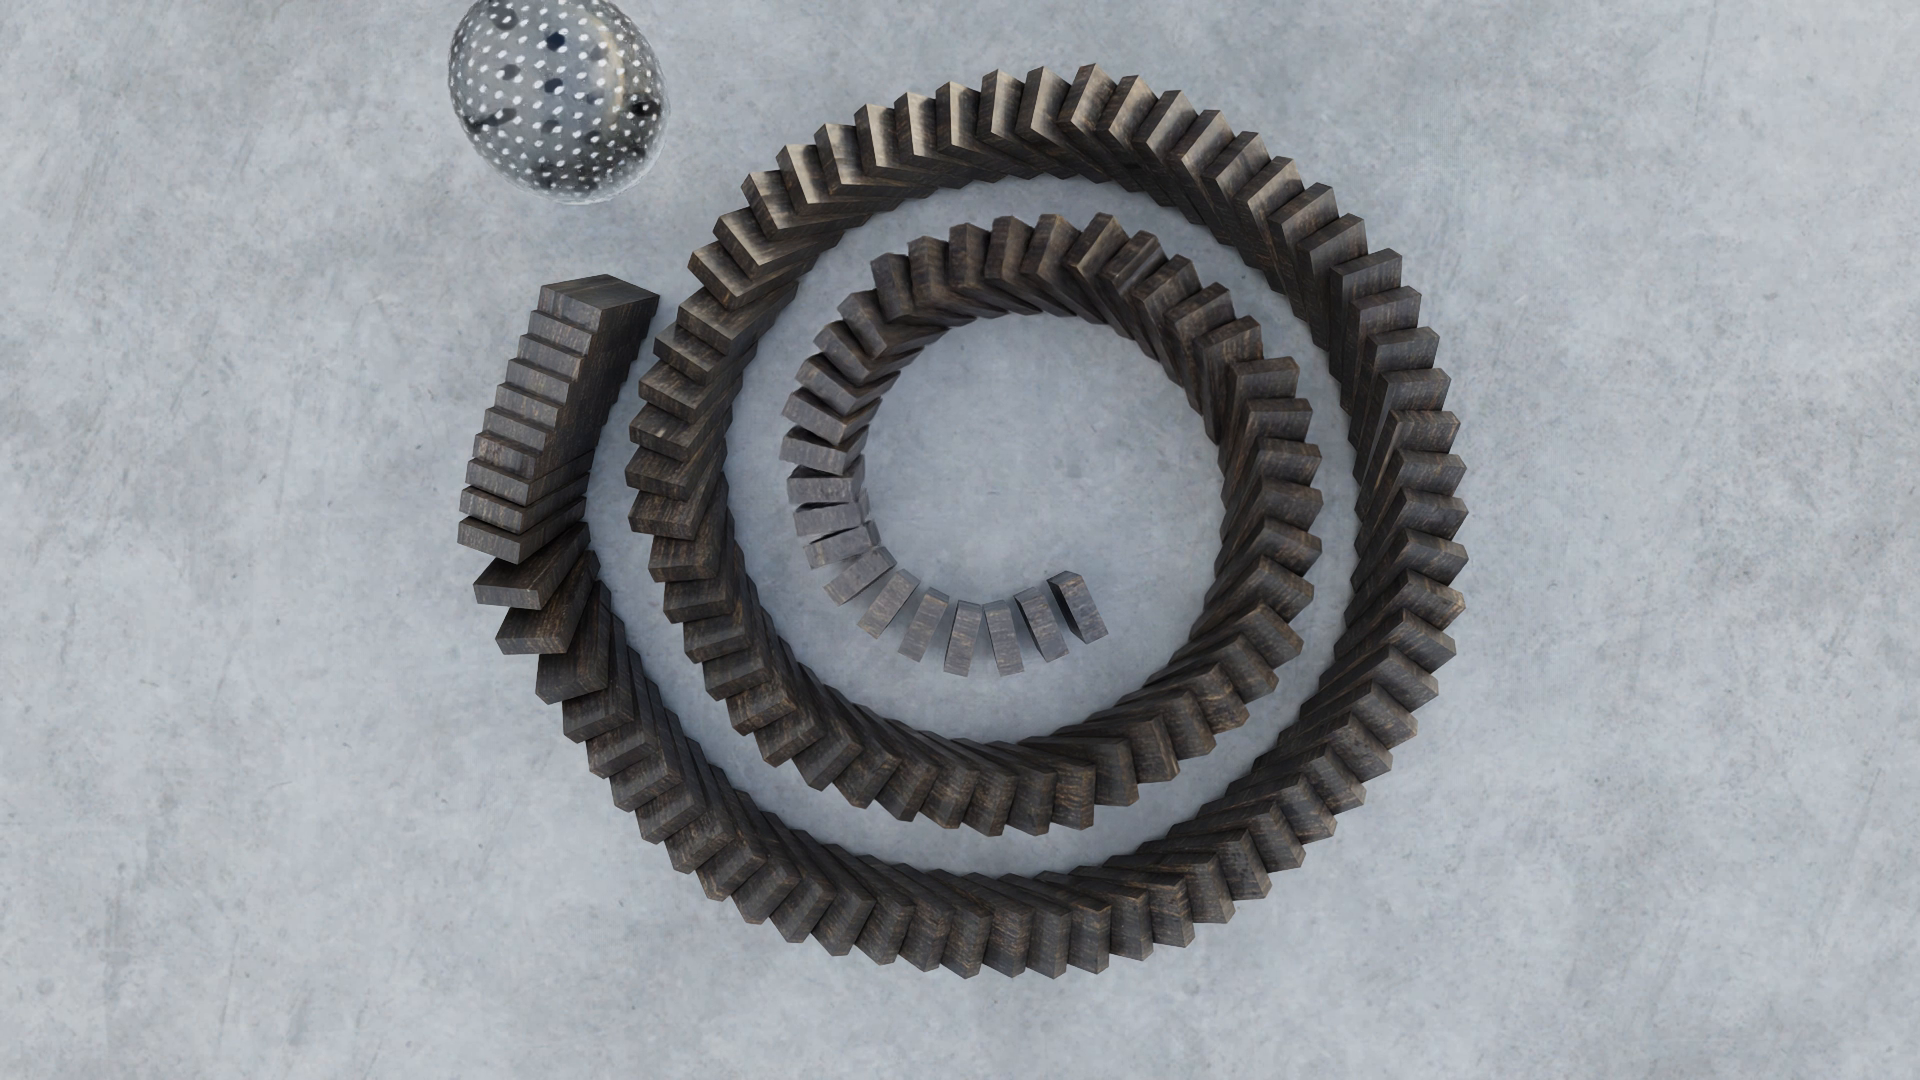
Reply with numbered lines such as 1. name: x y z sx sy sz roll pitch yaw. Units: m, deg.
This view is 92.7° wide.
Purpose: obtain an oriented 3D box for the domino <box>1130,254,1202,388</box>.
1. domino: 0.091 -0.090 0.380 0.025 0.009 0.050 -40 132 0

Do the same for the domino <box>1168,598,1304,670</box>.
1. domino: 0.114 0.047 0.380 0.025 0.010 0.050 46 130 0

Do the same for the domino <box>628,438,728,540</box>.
1. domino: -0.116 -0.024 0.380 0.025 0.010 0.050 8 50 0

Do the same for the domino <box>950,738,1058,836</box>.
1. domino: 0.016 0.102 0.380 0.050 0.010 0.025 10 91 40

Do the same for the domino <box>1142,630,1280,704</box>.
1. domino: 0.103 0.060 0.380 0.050 0.009 0.025 -37 90 40

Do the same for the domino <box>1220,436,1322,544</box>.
1. domino: 0.128 -0.018 0.380 0.025 0.010 0.050 8 131 0

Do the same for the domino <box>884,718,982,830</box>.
1. domino: -0.017 0.096 0.380 0.050 0.009 0.025 22 90 40

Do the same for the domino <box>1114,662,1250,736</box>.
1. domino: 0.091 0.071 0.380 0.050 0.010 0.025 -30 90 40

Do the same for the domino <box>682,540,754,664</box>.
1. domino: -0.102 0.025 0.381 0.025 0.009 0.050 -17 51 0

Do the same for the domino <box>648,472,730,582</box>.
1. domino: -0.112 -0.006 0.381 0.025 0.010 0.050 -5 51 0

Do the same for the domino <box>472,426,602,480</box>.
1. domino: -0.172 -0.041 0.375 0.025 0.050 0.010 22 113 0

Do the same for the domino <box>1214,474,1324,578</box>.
1. domino: 0.127 -0.002 0.380 0.025 0.010 0.050 15 130 0

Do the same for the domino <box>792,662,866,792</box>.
1. domino: -0.062 0.077 0.380 0.025 0.010 0.050 -45 50 0

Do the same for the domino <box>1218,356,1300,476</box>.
1. domino: 0.123 -0.050 0.380 0.025 0.009 0.050 -7 131 -1

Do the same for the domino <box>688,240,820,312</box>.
1. domino: -0.085 -0.116 0.380 0.025 0.010 0.050 46 50 0

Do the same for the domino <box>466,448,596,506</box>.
1. domino: -0.175 -0.031 0.375 0.025 0.050 0.010 22 113 0

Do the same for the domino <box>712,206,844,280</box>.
1. domino: -0.074 -0.128 0.380 0.025 0.009 0.050 51 50 0

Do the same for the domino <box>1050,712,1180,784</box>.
1. domino: 0.064 0.088 0.380 0.050 0.009 0.025 -18 90 40

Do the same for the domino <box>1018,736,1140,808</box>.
1. domino: 0.048 0.095 0.380 0.050 0.010 0.025 -10 90 41

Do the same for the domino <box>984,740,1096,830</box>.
1. domino: 0.032 0.101 0.380 0.050 0.010 0.025 3 91 40

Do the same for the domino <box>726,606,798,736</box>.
1. domino: -0.086 0.054 0.380 0.025 0.009 0.050 -28 50 1

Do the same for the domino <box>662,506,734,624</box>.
1. domino: -0.108 0.010 0.381 0.025 0.010 0.050 -10 51 0

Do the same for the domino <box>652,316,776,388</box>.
1. domino: -0.101 -0.087 0.381 0.025 0.010 0.050 33 51 0

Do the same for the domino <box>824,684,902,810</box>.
1. domino: -0.048 0.085 0.380 0.050 0.010 0.025 37 90 40

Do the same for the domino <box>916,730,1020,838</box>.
1. domino: -0.001 0.100 0.380 0.050 0.010 0.025 17 91 40

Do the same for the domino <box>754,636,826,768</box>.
1. domino: -0.076 0.066 0.380 0.025 0.010 0.050 -34 50 0

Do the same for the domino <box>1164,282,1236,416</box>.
1. domino: 0.103 -0.078 0.380 0.025 0.009 0.050 -31 131 0

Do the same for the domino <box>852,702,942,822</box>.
1. domino: -0.033 0.092 0.381 0.050 0.010 0.025 29 90 39

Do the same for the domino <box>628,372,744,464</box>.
1. domino: -0.113 -0.056 0.380 0.025 0.010 0.050 21 51 1

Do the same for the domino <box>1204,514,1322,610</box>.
1. domino: 0.125 0.015 0.380 0.025 0.010 0.050 24 131 0

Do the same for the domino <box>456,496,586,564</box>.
1. domino: -0.178 -0.009 0.375 0.025 0.050 0.009 20 115 0

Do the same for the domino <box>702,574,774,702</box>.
1. domino: -0.095 0.040 0.380 0.025 0.009 0.050 -22 51 0

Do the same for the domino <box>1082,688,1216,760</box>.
1. domino: 0.078 0.080 0.380 0.050 0.009 0.025 -25 90 40

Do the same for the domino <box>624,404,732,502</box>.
1. domino: -0.116 -0.040 0.380 0.025 0.010 0.050 15 50 1

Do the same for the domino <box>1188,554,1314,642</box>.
1. domino: 0.120 0.030 0.380 0.025 0.009 0.050 31 131 0

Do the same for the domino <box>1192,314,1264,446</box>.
1. domino: 0.113 -0.065 0.380 0.025 0.010 0.050 -23 132 0

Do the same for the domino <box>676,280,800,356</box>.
1. domino: -0.091 -0.099 0.380 0.025 0.009 0.050 33 50 0

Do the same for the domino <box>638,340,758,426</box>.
1. domino: -0.108 -0.072 0.380 0.025 0.009 0.050 27 51 1

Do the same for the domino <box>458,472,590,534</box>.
1. domino: -0.177 -0.020 0.375 0.025 0.050 0.009 22 114 0

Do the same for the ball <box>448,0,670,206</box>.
1. ball: -0.156 -0.174 0.360 0.080 0.080 0.080 0 90 0

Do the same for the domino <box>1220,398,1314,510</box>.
1. domino: 0.126 -0.035 0.380 0.025 0.010 0.050 0 131 -1
